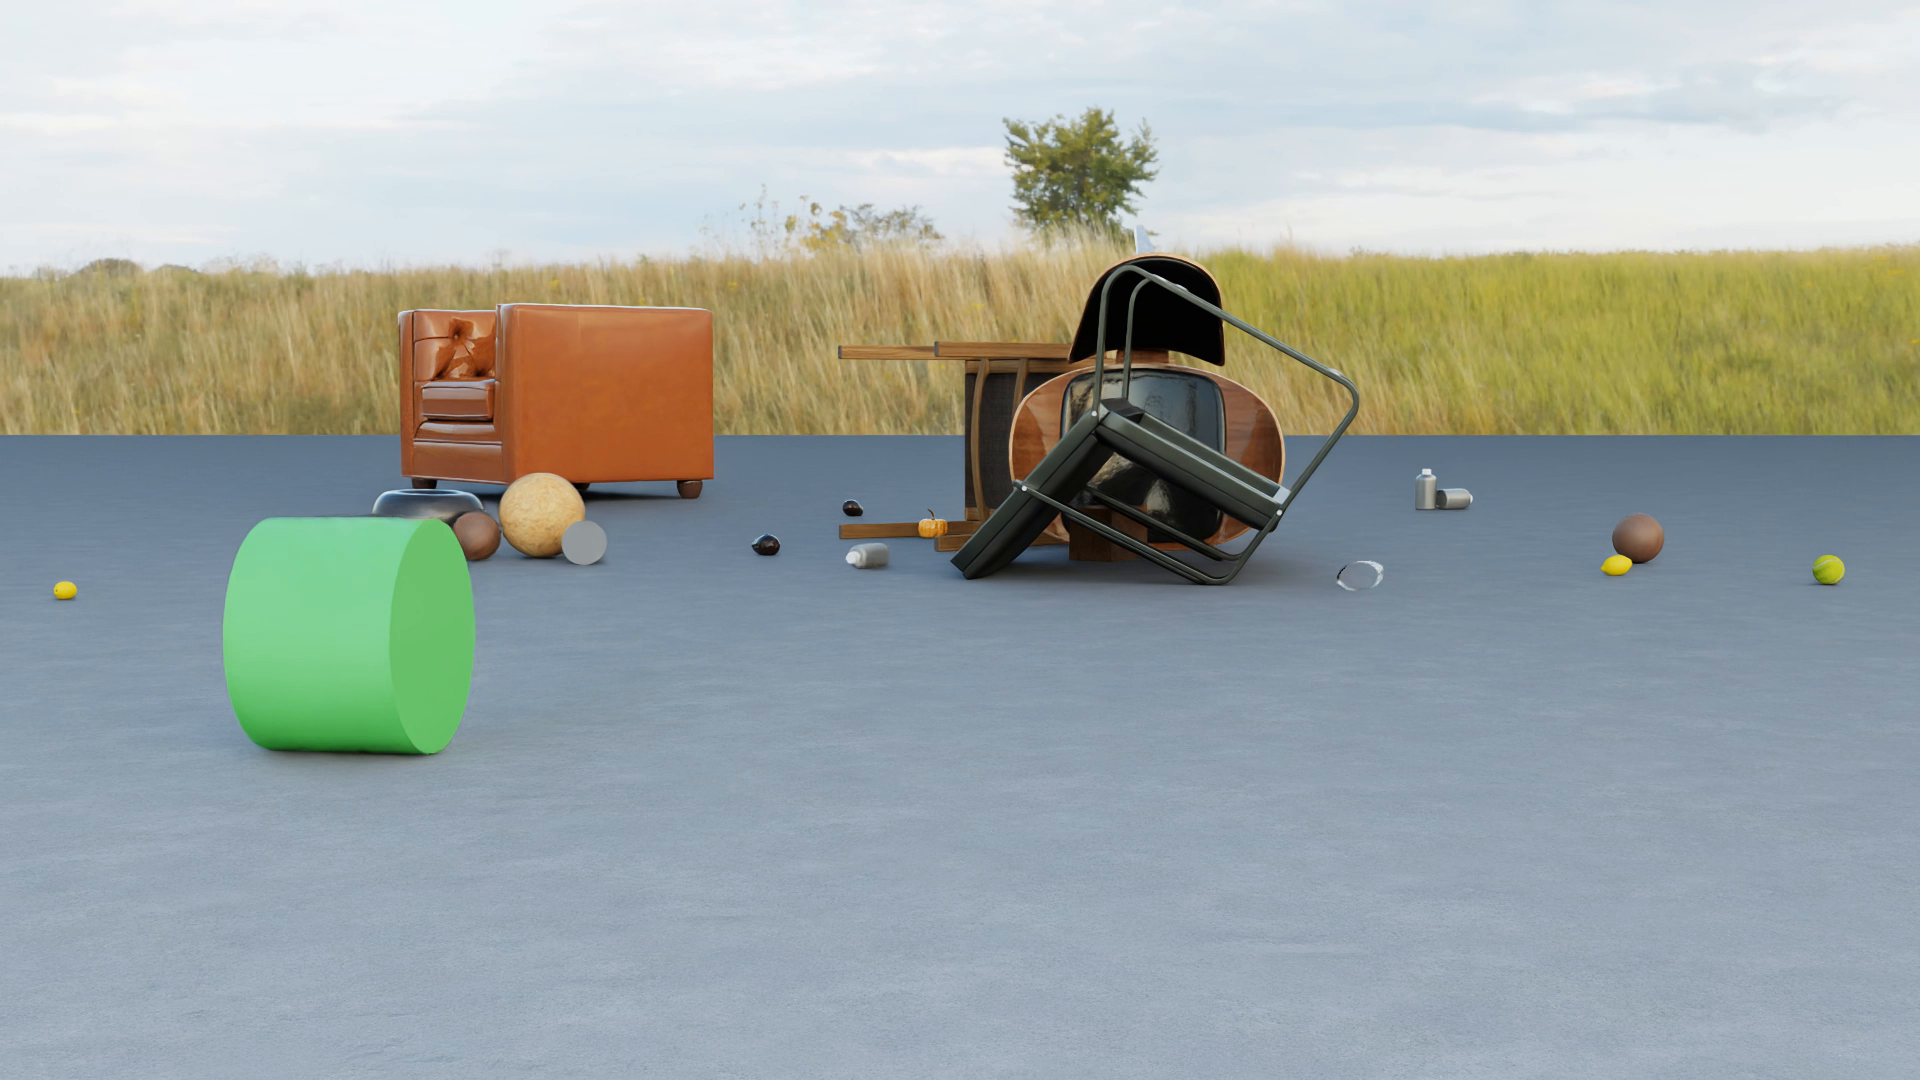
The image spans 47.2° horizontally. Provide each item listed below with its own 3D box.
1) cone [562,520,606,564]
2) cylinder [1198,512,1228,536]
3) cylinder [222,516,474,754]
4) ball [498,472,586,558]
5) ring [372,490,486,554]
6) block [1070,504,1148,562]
[{"bbox_3d":[-0.958,0.029,5.721,0.119,0.116,0.177,44,-8,12],"label":"cone"},{"bbox_3d":[0.780,-0.051,6.781,0.093,0.082,0.043,0,-35,6],"label":"cylinder"},{"bbox_3d":[-0.751,0.117,2.723,0.211,0.290,0.255,1,6,10],"label":"cylinder"},{"bbox_3d":[-1.111,-0.066,5.844,0.228,0.228,0.228,0,4,0],"label":"ball"},{"bbox_3d":[-1.460,-0.048,6.043,0.311,0.169,0.265,2,5,-1],"label":"ring"},{"bbox_3d":[0.394,-0.020,5.827,0.124,0.138,0.206,2,5,31],"label":"block"}]
